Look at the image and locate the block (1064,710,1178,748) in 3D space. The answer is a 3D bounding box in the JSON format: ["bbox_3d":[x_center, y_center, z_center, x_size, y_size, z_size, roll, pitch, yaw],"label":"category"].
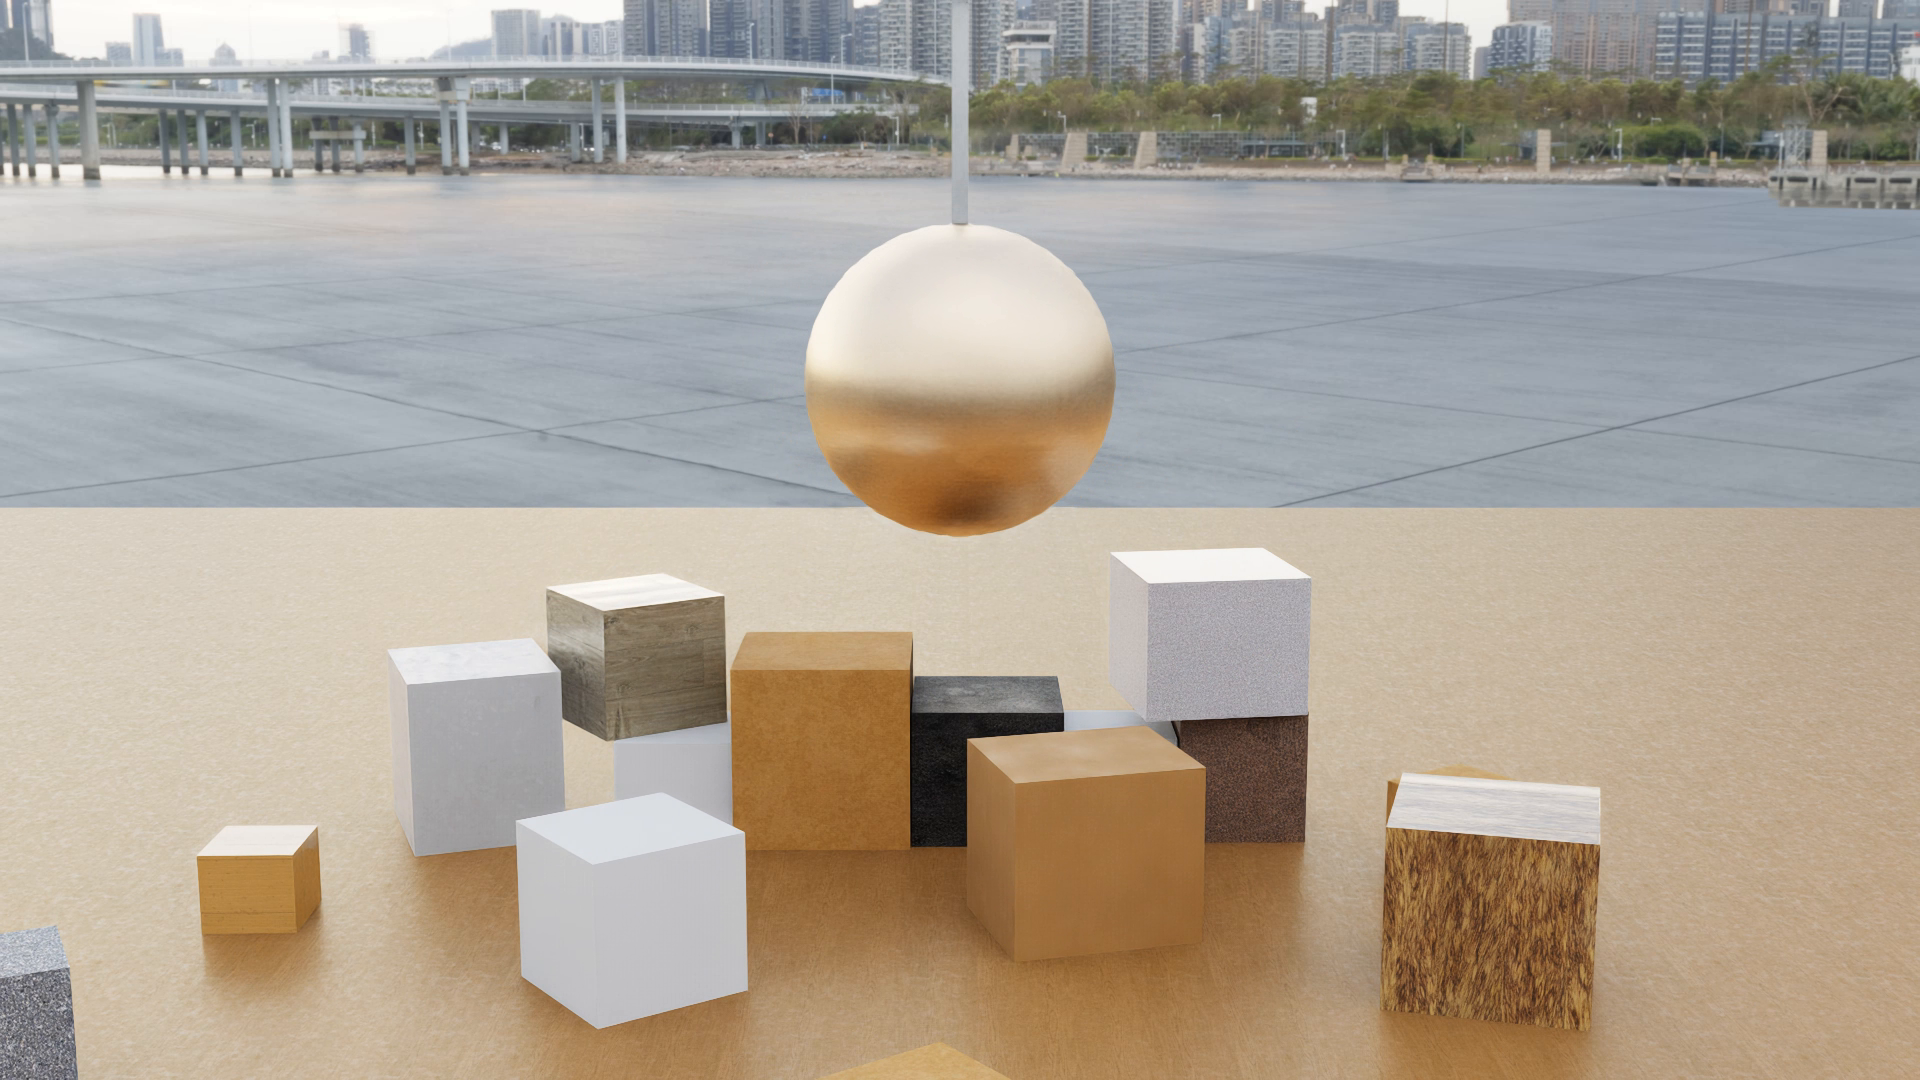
[{"bbox_3d":[0.812,1.213,11.415,0.568,0.528,0.567,0,10,0],"label":"block"}]

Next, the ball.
[{"bbox_3d":[0.000,-0.818,11.276,1.600,1.600,1.600,0,10,0],"label":"ball"}]

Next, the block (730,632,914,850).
[{"bbox_3d":[-0.692,1.021,11.359,0.886,0.928,0.860,0,10,0],"label":"block"}]

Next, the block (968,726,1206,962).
[{"bbox_3d":[0.554,1.348,9.913,0.873,0.802,0.737,-3,11,-16],"label":"block"}]

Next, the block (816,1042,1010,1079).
[{"bbox_3d":[-0.146,2.015,7.042,0.624,0.516,0.559,-8,13,-36],"label":"block"}]

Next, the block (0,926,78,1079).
[{"bbox_3d":[-3.547,1.802,8.029,0.547,0.581,0.482,-5,12,-27],"label":"block"}]

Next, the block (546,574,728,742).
[{"bbox_3d":[-1.688,0.597,11.457,0.681,0.673,0.703,-7,12,-34],"label":"block"}]

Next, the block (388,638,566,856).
[{"bbox_3d":[-2.499,1.048,11.343,0.755,0.879,0.806,-4,11,-21],"label":"block"}]

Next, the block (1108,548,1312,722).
[{"bbox_3d":[1.259,0.468,11.230,0.826,0.696,0.823,-2,10,-9],"label":"block"}]

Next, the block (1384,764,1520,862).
[{"bbox_3d":[2.411,1.390,10.687,0.516,0.442,0.433,-7,13,-36],"label":"block"}]

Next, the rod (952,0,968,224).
[{"bbox_3d":[0.000,-4.136,10.534,0.080,5.200,0.080,0,13,0],"label":"rod"}]

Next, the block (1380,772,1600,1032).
[{"bbox_3d":[2.227,1.490,9.200,0.830,0.777,0.805,3,11,16],"label":"block"}]

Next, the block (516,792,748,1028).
[{"bbox_3d":[-1.377,1.532,9.219,0.696,0.688,0.705,-7,13,-36],"label":"block"}]

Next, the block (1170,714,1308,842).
[{"bbox_3d":[1.427,1.141,11.383,0.642,0.683,0.621,0,10,0],"label":"block"}]

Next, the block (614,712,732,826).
[{"bbox_3d":[-1.442,1.222,11.374,0.599,0.527,0.624,0,10,-1],"label":"block"}]

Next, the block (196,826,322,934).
[{"bbox_3d":[-3.193,1.546,10.042,0.423,0.365,0.431,0,10,-1],"label":"block"}]

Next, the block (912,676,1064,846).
[{"bbox_3d":[0.138,1.134,11.382,0.760,0.697,0.762,0,10,0],"label":"block"}]
